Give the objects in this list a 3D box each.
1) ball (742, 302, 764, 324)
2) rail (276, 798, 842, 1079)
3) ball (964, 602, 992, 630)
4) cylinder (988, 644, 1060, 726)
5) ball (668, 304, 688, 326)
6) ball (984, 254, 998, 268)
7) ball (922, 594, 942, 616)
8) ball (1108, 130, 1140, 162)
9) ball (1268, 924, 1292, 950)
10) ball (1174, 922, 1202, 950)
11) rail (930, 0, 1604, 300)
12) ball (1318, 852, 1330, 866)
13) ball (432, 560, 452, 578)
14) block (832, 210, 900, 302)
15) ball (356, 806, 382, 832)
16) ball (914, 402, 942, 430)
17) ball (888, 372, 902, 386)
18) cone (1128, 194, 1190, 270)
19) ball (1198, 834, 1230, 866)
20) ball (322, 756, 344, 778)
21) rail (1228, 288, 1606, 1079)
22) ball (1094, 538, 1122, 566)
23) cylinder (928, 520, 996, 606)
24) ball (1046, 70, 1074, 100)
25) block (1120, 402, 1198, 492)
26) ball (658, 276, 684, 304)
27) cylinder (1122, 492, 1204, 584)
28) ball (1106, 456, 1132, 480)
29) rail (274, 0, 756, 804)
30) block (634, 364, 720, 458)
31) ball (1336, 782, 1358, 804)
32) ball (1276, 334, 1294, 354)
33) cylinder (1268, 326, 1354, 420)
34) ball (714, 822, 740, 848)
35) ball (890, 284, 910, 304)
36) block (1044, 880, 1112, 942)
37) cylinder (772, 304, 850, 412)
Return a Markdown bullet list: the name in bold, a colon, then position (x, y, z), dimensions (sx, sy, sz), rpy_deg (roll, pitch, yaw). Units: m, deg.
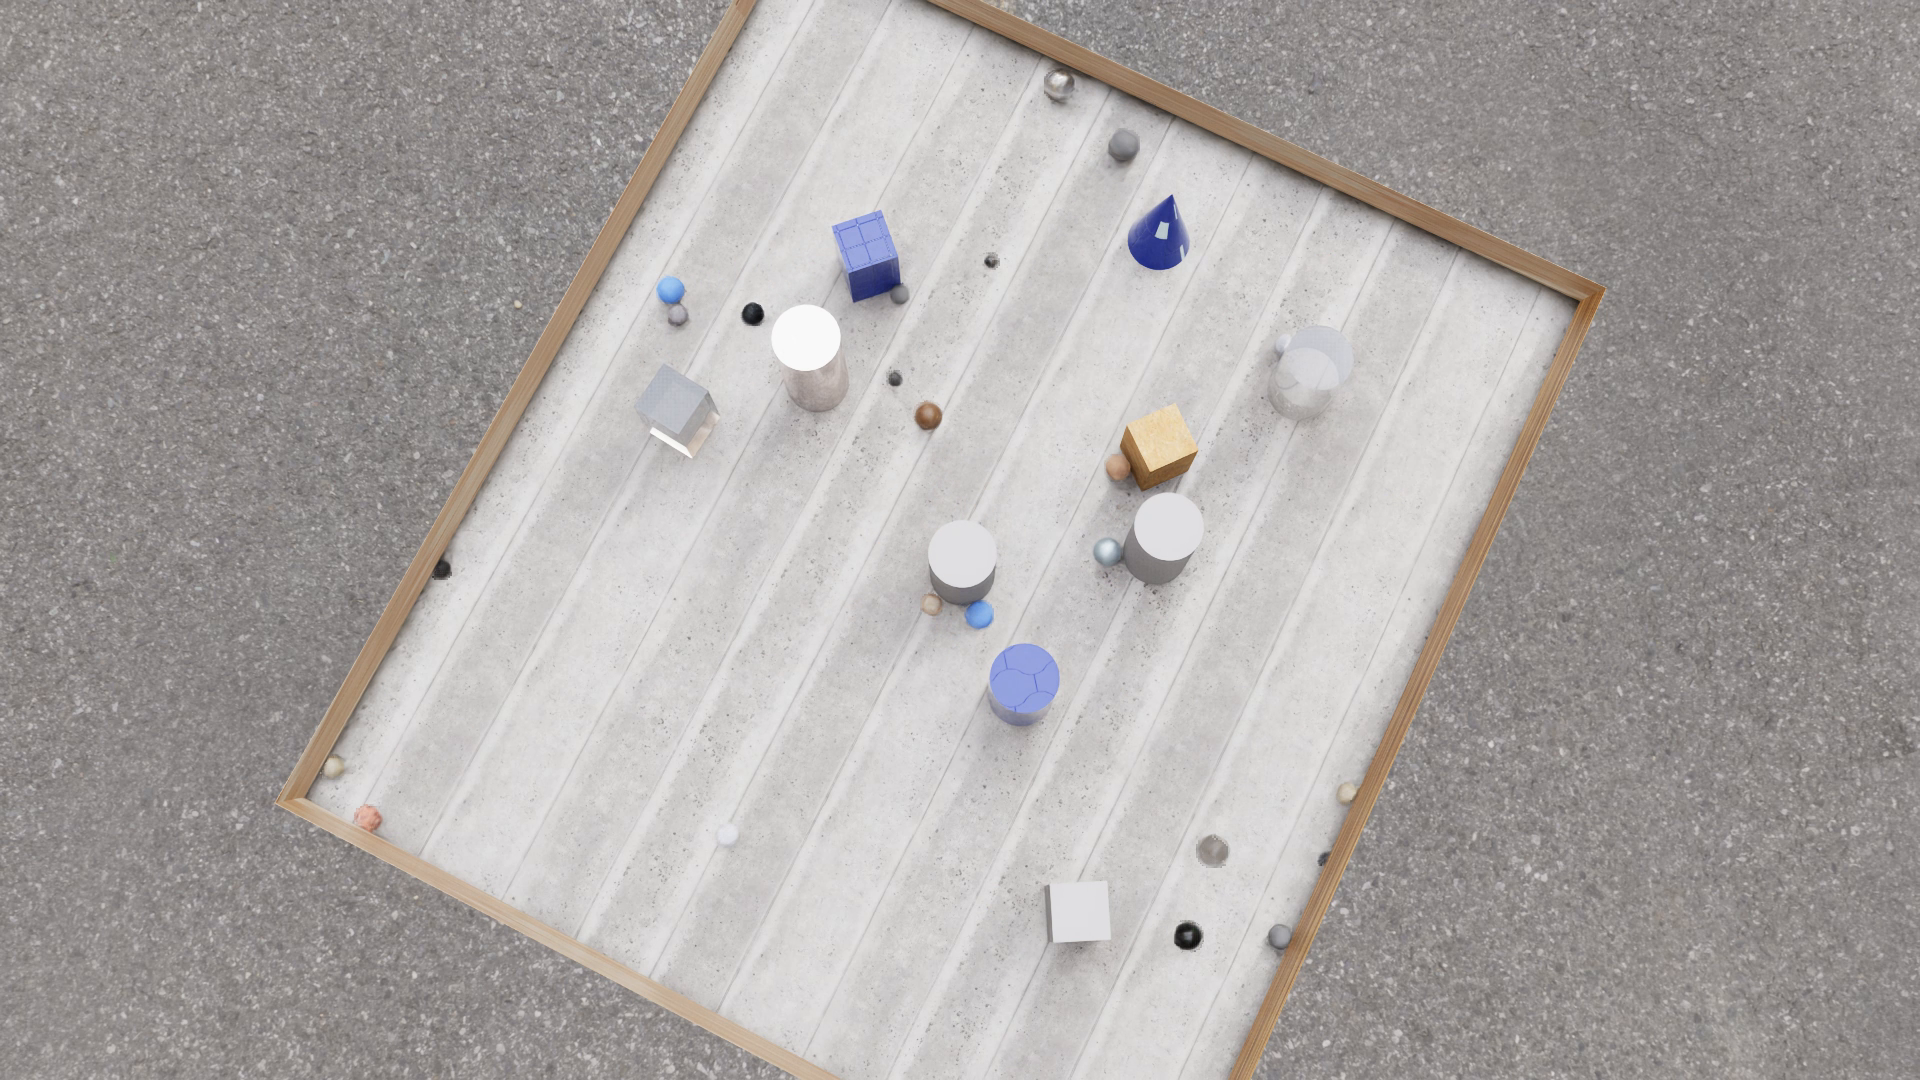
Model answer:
- **ball**: position (-0.647, -0.708, 5.727), dimensions (0.071, 0.071, 0.071), rpy_deg (0, 78, 0)
- **rail**: position (-0.703, 1.384, 5.263), dimensions (2.861, 0.129, 0.045), rpy_deg (26, 80, 5)
- **ball**: position (0.057, 0.227, 5.527), dimensions (0.084, 0.084, 0.084), rpy_deg (0, 78, 0)
- **cylinder**: position (0.182, 0.426, 5.345), dimensions (0.199, 0.358, 0.199), rpy_deg (0, 78, 0)
- **ball**: position (-0.880, -0.704, 5.730), dimensions (0.064, 0.064, 0.064), rpy_deg (0, 78, 0)
- **ball**: position (0.098, -0.879, 5.778), dimensions (0.041, 0.041, 0.041), rpy_deg (0, 78, 0)
- **ball**: position (-0.084, 0.198, 5.543), dimensions (0.065, 0.065, 0.065), rpy_deg (0, 78, 0)
- **ball**: position (0.520, -1.250, 5.825), dimensions (0.099, 0.099, 0.099), rpy_deg (0, 78, 0)
- **ball**: position (0.933, 1.157, 5.340), dimensions (0.073, 0.073, 0.073), rpy_deg (0, 78, 0)
- **ball**: position (0.663, 1.154, 5.336), dimensions (0.082, 0.082, 0.082), rpy_deg (0, 78, 0)
- **rail**: position (0.703, -1.370, 5.833), dimensions (2.861, 0.129, 0.045), rpy_deg (26, 80, 5)
- **ball**: position (1.077, 0.941, 5.400), dimensions (0.043, 0.043, 0.043), rpy_deg (0, 78, 0)
- **ball**: position (-1.575, 0.090, 5.570), dimensions (0.055, 0.055, 0.055), rpy_deg (0, 78, 0)
- **block**: position (-0.287, -0.873, 5.658), dimensions (0.159, 0.272, 0.159), rpy_deg (-19, 79, -4)
- **ball**: position (-1.745, 0.824, 5.408), dimensions (0.074, 0.074, 0.074), rpy_deg (0, 78, 0)
- **ball**: position (-0.096, -0.381, 5.652), dimensions (0.086, 0.086, 0.086), rpy_deg (0, 78, 0)
- **ball**: position (-0.202, -0.499, 5.696), dimensions (0.047, 0.047, 0.047), rpy_deg (0, 78, 0)
- **cone**: position (0.630, -0.989, 5.625), dimensions (0.199, 0.384, 0.199), rpy_deg (0, 78, 0)
- **ball**: position (0.746, 0.911, 5.381), dimensions (0.092, 0.092, 0.092), rpy_deg (0, 78, 0)
- **ball**: position (-1.861, 0.674, 5.444), dimensions (0.065, 0.065, 0.065), rpy_deg (0, 78, 0)
- **rail**: position (1.258, 0.623, 5.421), dimensions (0.045, 0.129, 3.192), rpy_deg (26, 80, 5)
- **ball**: position (0.447, 0.037, 5.565), dimensions (0.086, 0.086, 0.086), rpy_deg (0, 78, 0)
- **cylinder**: position (0.007, 0.071, 5.444), dimensions (0.199, 0.309, 0.199), rpy_deg (0, 78, 0)
- **ball**: position (0.321, -1.458, 5.871), dimensions (0.093, 0.093, 0.093), rpy_deg (0, 78, 0)
- **block**: position (0.599, -0.277, 5.541), dimensions (0.159, 0.260, 0.159), rpy_deg (-24, 79, -5)
- **ball**: position (-0.905, -0.783, 5.735), dimensions (0.085, 0.085, 0.085), rpy_deg (0, 78, 0)
- **cylinder**: position (0.597, 0.000, 5.421), dimensions (0.199, 0.383, 0.199), rpy_deg (0, 78, 0)
- **ball**: position (0.487, -0.221, 5.623), dimensions (0.077, 0.077, 0.077), rpy_deg (0, 78, 0)
- **rail**: position (-1.258, -0.609, 5.676), dimensions (0.045, 0.129, 3.192), rpy_deg (26, 80, 5)
- **block**: position (-0.853, -0.388, 5.550), dimensions (0.159, 0.288, 0.159), rpy_deg (31, 80, 6)
- **ball**: position (1.149, 0.751, 5.428), dimensions (0.066, 0.066, 0.066), rpy_deg (0, 78, 0)
- **ball**: position (1.016, -0.607, 5.709), dimensions (0.066, 0.066, 0.066), rpy_deg (0, 78, 0)
- **cylinder**: position (1.056, -0.501, 5.546), dimensions (0.199, 0.342, 0.199), rpy_deg (0, 78, 0)
- **ball**: position (-0.686, 0.869, 5.400), dimensions (0.072, 0.072, 0.072), rpy_deg (0, 78, 0)
- **ball**: position (-0.190, -0.770, 5.744), dimensions (0.062, 0.062, 0.062), rpy_deg (0, 78, 0)
- **block**: position (0.332, 1.060, 5.222), dimensions (0.159, 0.343, 0.159), rpy_deg (-3, 78, -1)
- **cylinder**: position (-0.444, -0.538, 5.501), dimensions (0.199, 0.445, 0.199), rpy_deg (0, 78, 0)
